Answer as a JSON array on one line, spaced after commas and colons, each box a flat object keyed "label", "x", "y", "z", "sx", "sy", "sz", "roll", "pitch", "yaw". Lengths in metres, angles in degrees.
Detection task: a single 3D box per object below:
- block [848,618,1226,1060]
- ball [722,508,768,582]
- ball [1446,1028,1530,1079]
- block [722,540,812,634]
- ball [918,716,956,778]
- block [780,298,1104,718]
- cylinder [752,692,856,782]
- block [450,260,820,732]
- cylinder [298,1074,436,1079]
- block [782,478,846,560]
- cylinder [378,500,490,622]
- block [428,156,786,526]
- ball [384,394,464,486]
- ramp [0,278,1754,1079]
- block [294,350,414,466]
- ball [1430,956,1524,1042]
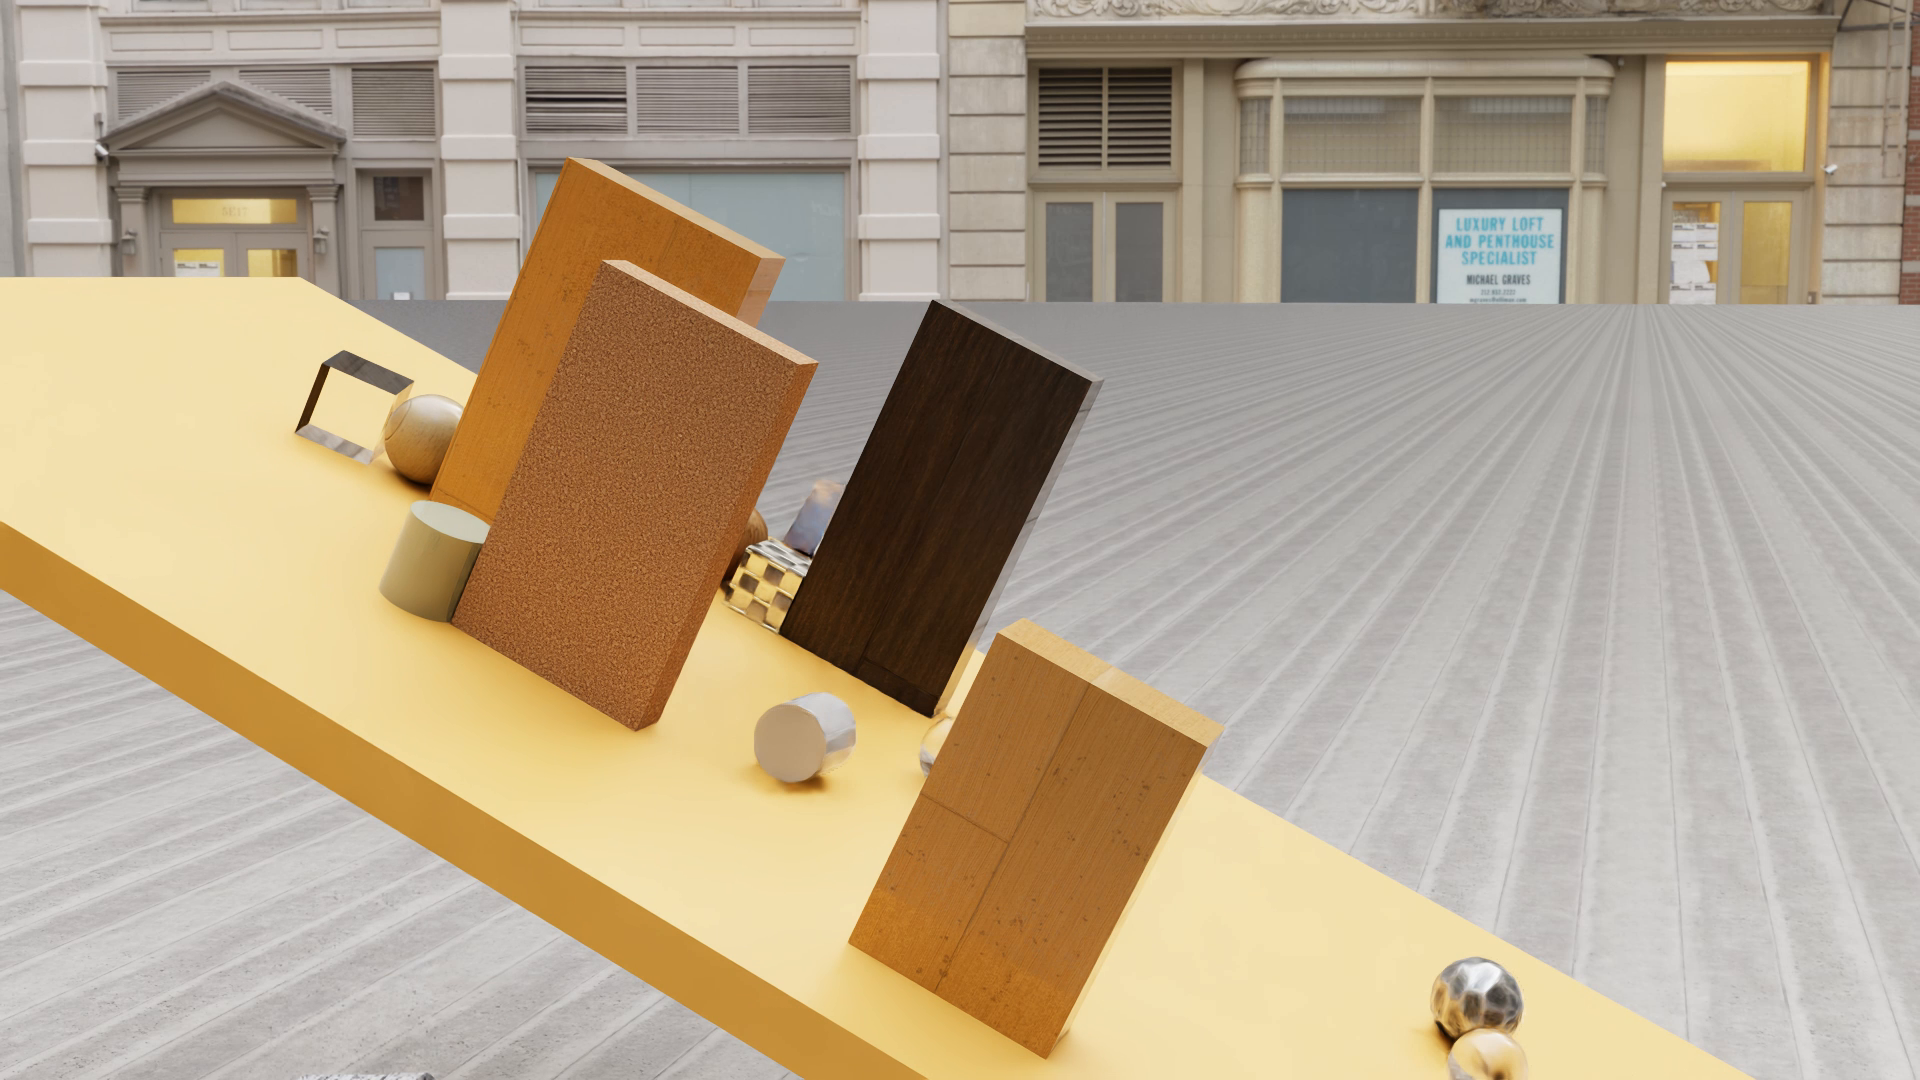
[{"label": "block", "x": 0.114, "y": 0.450, "z": 3.343, "sx": 0.351, "sy": 0.549, "sz": 0.146, "roll": 28, "pitch": 14, "yaw": 12}, {"label": "ball", "x": -0.502, "y": -0.003, "z": 4.726, "sx": 0.182, "sy": 0.182, "sz": 0.182, "roll": 0, "pitch": 7, "yaw": 0}, {"label": "ball", "x": 0.927, "y": 0.929, "z": 3.862, "sx": 0.142, "sy": 0.142, "sz": 0.142, "roll": 0, "pitch": 7, "yaw": 0}, {"label": "block", "x": -0.391, "y": 0.098, "z": 4.642, "sx": 0.138, "sy": 0.138, "sz": 0.138, "roll": 28, "pitch": 14, "yaw": 12}, {"label": "ball", "x": -0.004, "y": 0.407, "z": 4.150, "sx": 0.148, "sy": 0.148, "sz": 0.148, "roll": 0, "pitch": 7, "yaw": 0}, {"label": "block", "x": -0.043, "y": -0.063, "z": 4.509, "sx": 0.368, "sy": 0.773, "sz": 0.107, "roll": 28, "pitch": 14, "yaw": 12}, {"label": "cylinder", "x": -0.274, "y": 0.349, "z": 3.902, "sx": 0.139, "sy": 0.139, "sz": 0.139, "roll": 2, "pitch": 6, "yaw": 20}, {"label": "block", "x": -0.565, "y": -0.076, "z": 3.776, "sx": 0.392, "sy": 0.703, "sz": 0.094, "roll": 28, "pitch": 14, "yaw": 12}, {"label": "cylinder", "x": -0.811, "y": 0.814, "z": 2.989, "sx": 0.171, "sy": 0.171, "sz": 0.171, "roll": -3, "pitch": 7, "yaw": 6}, {"label": "block", "x": -0.272, "y": -0.013, "z": 5.219, "sx": 0.182, "sy": 0.182, "sz": 0.182, "roll": 34, "pitch": -8, "yaw": -29}, {"label": "cylinder", "x": -0.921, "y": 0.038, "z": 3.879, "sx": 0.159, "sy": 0.159, "sz": 0.159, "roll": 24, "pitch": 14, "yaw": -6}, {"label": "block", "x": -0.697, "y": -0.303, "z": 4.287, "sx": 0.440, "sy": 0.754, "sz": 0.125, "roll": 28, "pitch": 14, "yaw": 12}, {"label": "ball", "x": -1.072, "y": -0.204, "z": 4.460, "sx": 0.185, "sy": 0.185, "sz": 0.185, "roll": 0, "pitch": 7, "yaw": 0}, {"label": "ramp", "x": -0.252, "y": 0.427, "z": 4.164, "sx": 4.000, "sy": 0.100, "sz": 2.000, "roll": 28, "pitch": 14, "yaw": 12}, {"label": "block", "x": -1.233, "y": -0.272, "z": 4.486, "sx": 0.158, "sy": 0.158, "sz": 0.158, "roll": 24, "pitch": 14, "yaw": -6}, {"label": "ball", "x": 0.965, "y": 0.865, "z": 4.108, "sx": 0.170, "sy": 0.170, "sz": 0.170, "roll": 0, "pitch": 7, "yaw": 0}]
